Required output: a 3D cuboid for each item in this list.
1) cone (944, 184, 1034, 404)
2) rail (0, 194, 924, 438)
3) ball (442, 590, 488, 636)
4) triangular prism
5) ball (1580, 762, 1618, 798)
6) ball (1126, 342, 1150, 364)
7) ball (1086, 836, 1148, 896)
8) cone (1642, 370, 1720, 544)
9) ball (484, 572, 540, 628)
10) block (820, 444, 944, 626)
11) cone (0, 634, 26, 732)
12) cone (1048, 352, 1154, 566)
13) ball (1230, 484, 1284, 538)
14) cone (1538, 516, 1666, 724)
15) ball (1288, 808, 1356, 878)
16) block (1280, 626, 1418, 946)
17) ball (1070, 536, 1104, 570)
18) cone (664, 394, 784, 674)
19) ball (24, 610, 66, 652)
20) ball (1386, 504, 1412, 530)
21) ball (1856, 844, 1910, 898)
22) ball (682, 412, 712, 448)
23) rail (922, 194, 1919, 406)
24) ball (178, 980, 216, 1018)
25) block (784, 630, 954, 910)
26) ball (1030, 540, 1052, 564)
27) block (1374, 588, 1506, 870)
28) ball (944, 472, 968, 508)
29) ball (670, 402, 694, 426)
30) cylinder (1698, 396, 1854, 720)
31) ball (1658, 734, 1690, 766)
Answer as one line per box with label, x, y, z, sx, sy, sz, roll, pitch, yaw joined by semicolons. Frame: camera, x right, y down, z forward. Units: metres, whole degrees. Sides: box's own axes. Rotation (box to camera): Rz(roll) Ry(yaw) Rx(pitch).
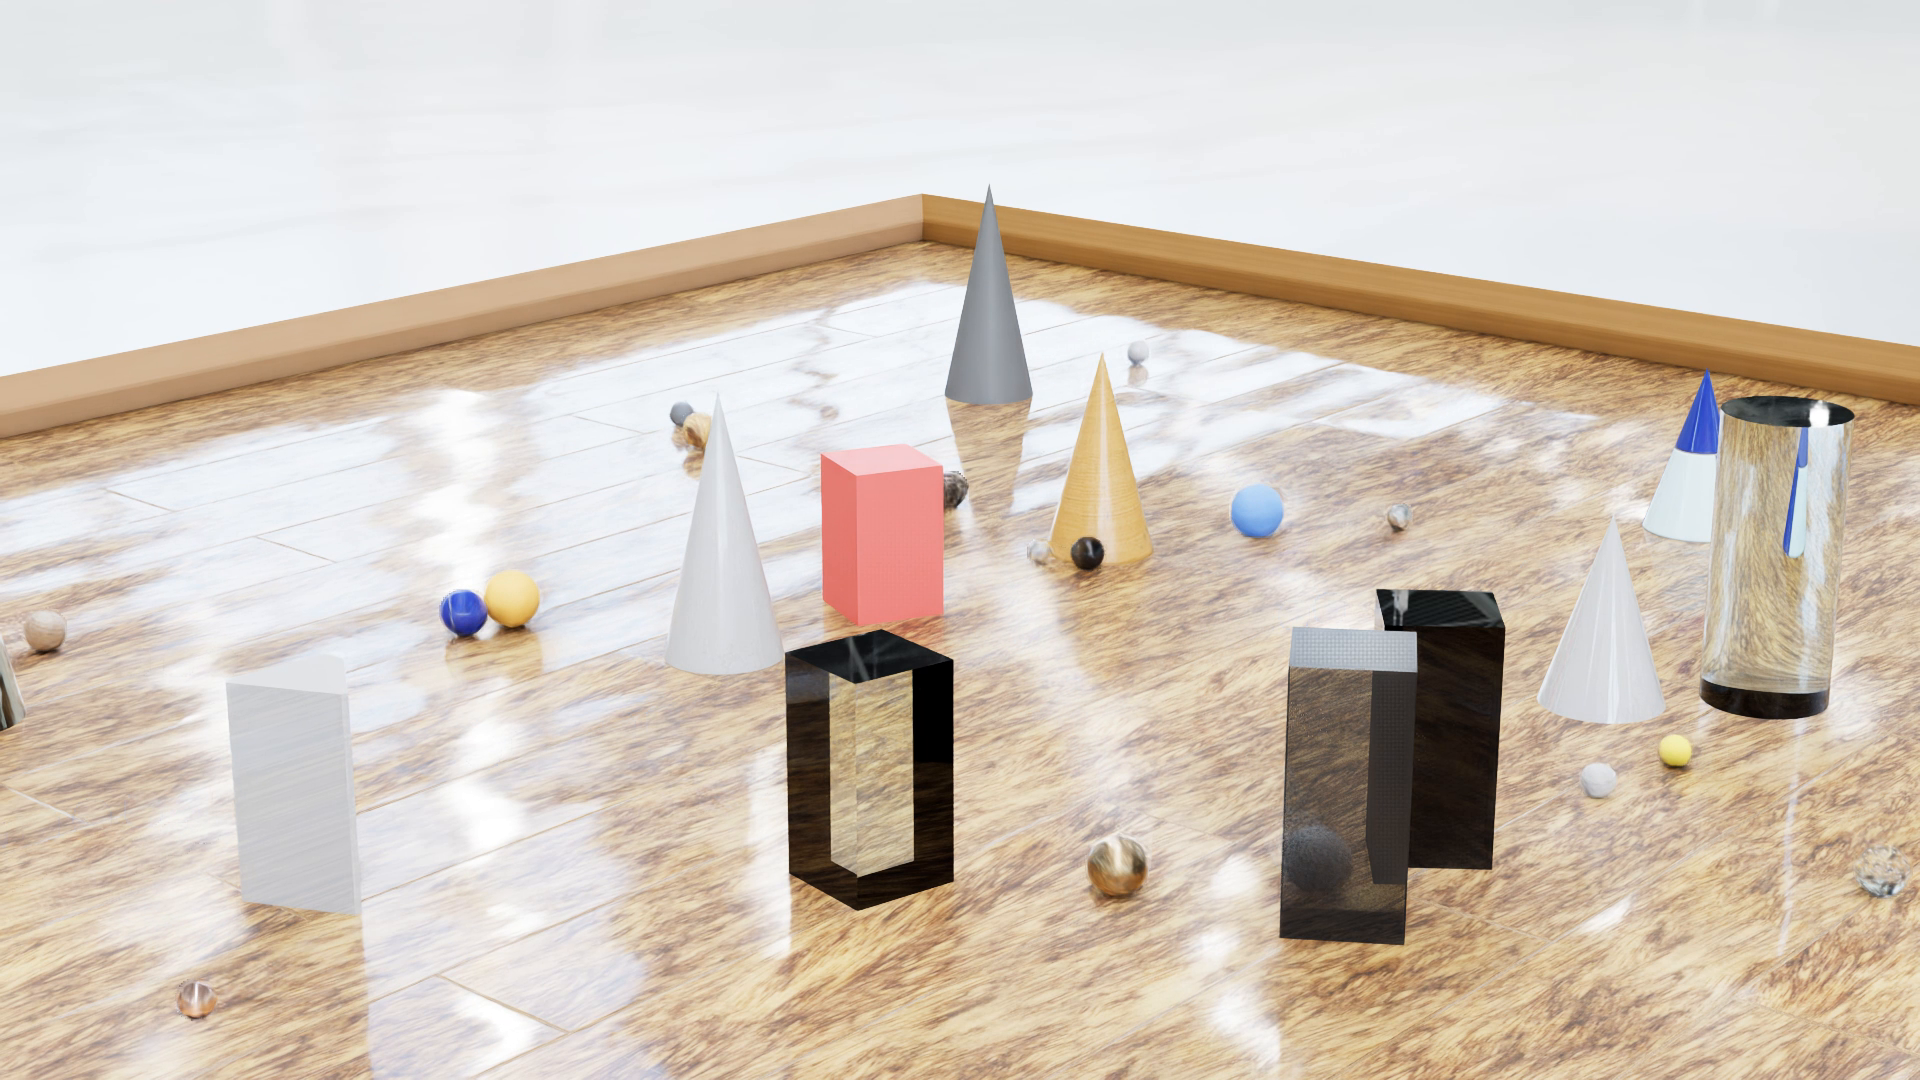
cone;0.064;-0.554;6.469;0.199;0.476;0.199;0;17;0
rail;-1.664;-0.384;6.503;0.045;0.129;4.804;14;22;39
ball;-0.830;0.122;4.915;0.076;0.076;0.076;0;17;0
triangular prism;-0.847;0.315;3.878;0.172;0.306;0.149;5;17;16
ball;0.920;0.346;4.220;0.051;0.051;0.051;0;17;0
ball;0.413;-0.435;6.806;0.053;0.053;0.053;0;17;0
ball;0.208;0.432;3.881;0.081;0.081;0.081;0;17;0
cone;1.388;-0.172;5.486;0.199;0.311;0.199;0;17;0
ball;-0.758;0.100;4.958;0.094;0.094;0.094;0;17;0
block;-0.134;-0.011;5.032;0.159;0.265;0.159;-8;18;-24
cone;-1.548;0.039;4.466;0.199;0.496;0.199;0;17;0
cone;0.257;-0.163;5.340;0.199;0.377;0.199;0;17;0
ball;0.554;-0.055;5.465;0.099;0.099;0.099;0;17;0
cone;1.008;0.107;4.567;0.199;0.307;0.199;0;17;0
ball;0.486;0.407;3.942;0.093;0.093;0.093;0;17;0
block;0.499;0.315;3.771;0.159;0.369;0.159;2;17;8
ball;0.230;0.024;5.271;0.061;0.061;0.061;0;17;0
cone;-0.388;-0.026;4.763;0.199;0.448;0.199;0;17;0
ball;-1.510;0.150;4.840;0.068;0.068;0.068;0;17;0
ball;0.827;-0.043;5.515;0.047;0.047;0.047;0;17;0
ball;1.222;0.438;3.881;0.069;0.069;0.069;0;17;0
ball;-0.538;-0.229;6.083;0.076;0.076;0.076;0;17;0
rail;1.559;-0.486;6.839;4.455;0.129;0.045;14;22;39
ball;-0.920;0.554;3.535;0.046;0.046;0.046;0;17;0
block;-0.120;0.303;3.901;0.159;0.315;0.159;-13;21;-36
ball;0.146;0.022;5.311;0.041;0.041;0.041;0;17;0
block;0.646;0.257;4.002;0.159;0.346;0.159;1;17;4
ball;-0.020;-0.096;5.656;0.067;0.067;0.067;0;17;0
ball;-0.593;-0.268;6.252;0.054;0.054;0.054;0;17;0
cylinder;1.268;0.026;4.560;0.199;0.466;0.199;0;17;0
ball;1.057;0.312;4.338;0.047;0.047;0.047;0;17;0
